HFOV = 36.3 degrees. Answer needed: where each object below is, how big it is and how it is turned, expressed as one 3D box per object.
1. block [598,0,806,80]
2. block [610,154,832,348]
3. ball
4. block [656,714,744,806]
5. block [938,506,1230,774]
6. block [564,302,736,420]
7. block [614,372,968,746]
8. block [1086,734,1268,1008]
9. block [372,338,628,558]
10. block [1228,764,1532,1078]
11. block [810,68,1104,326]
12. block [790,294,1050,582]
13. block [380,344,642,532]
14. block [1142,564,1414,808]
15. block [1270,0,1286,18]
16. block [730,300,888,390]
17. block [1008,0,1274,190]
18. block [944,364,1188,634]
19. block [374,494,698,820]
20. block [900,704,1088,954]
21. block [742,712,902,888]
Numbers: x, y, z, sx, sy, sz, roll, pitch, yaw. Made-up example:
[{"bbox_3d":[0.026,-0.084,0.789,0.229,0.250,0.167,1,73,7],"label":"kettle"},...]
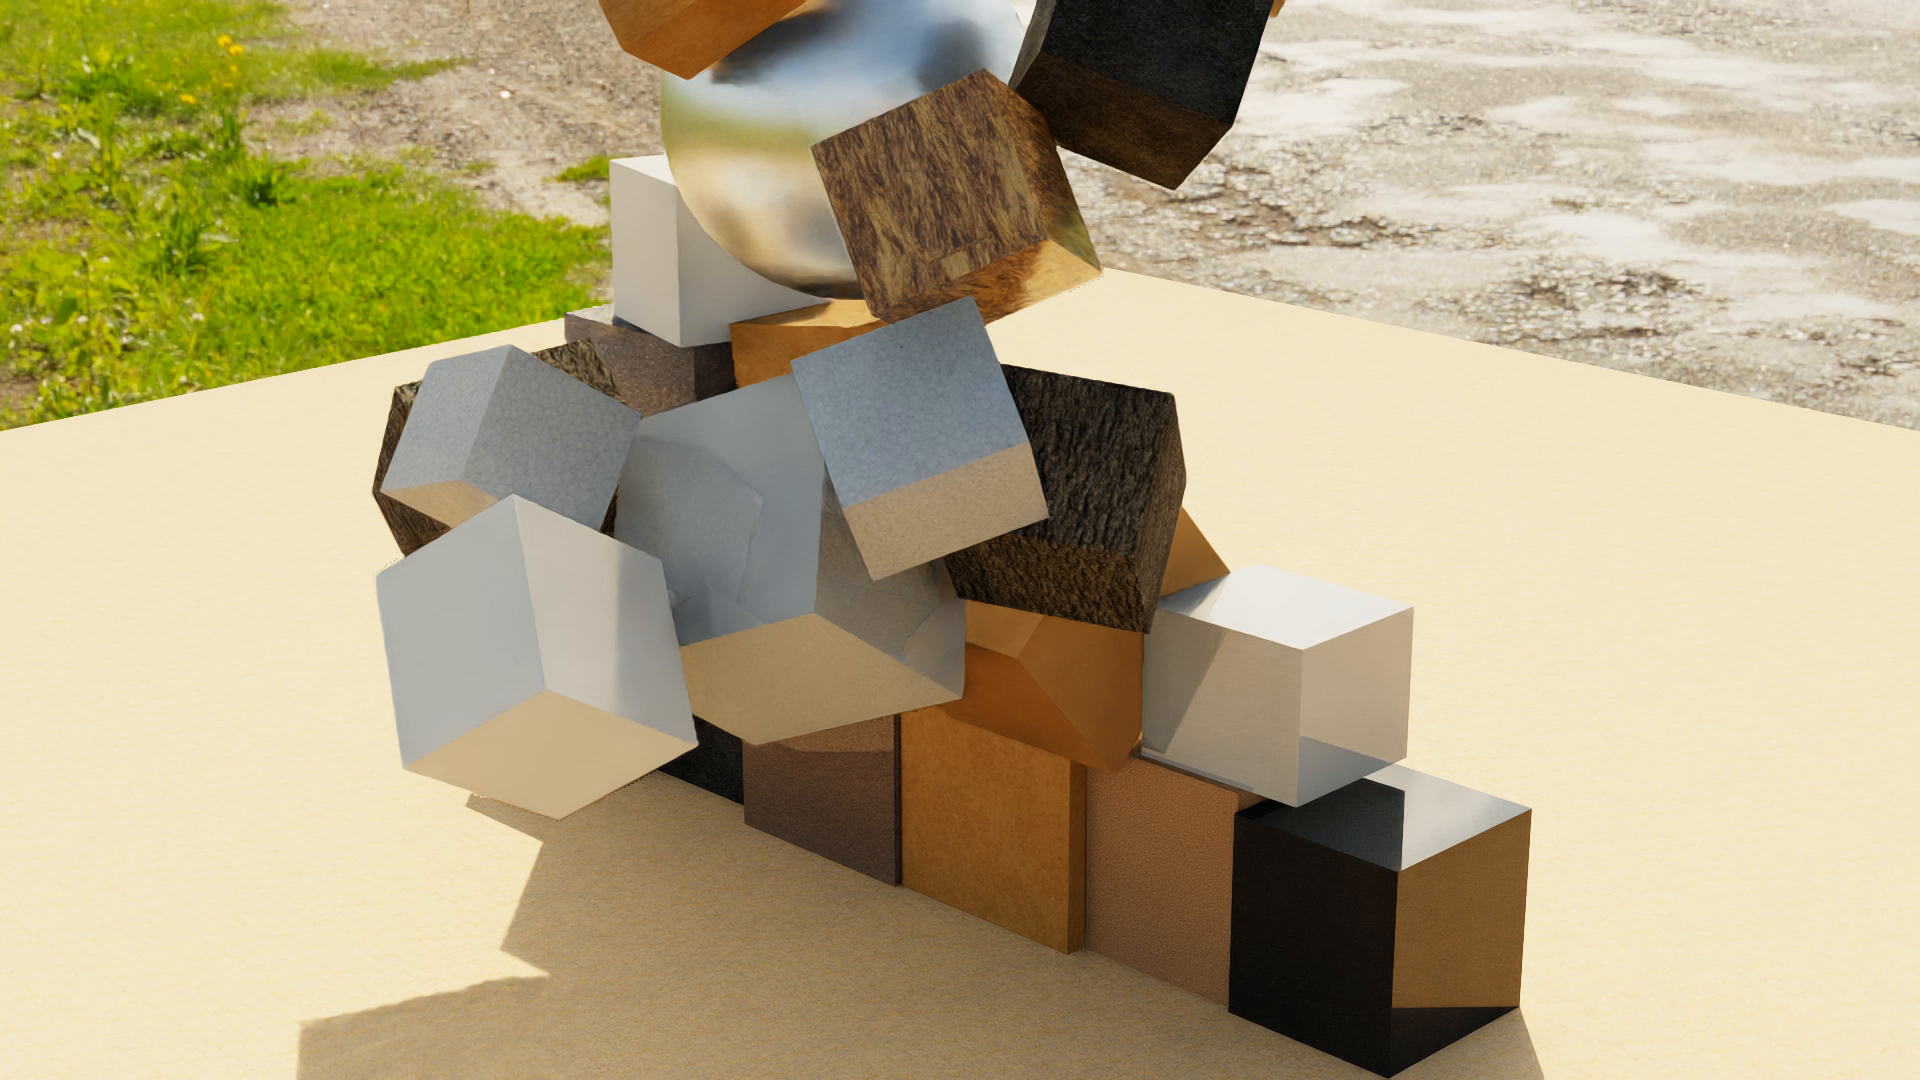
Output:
[{"bbox_3d":[-1.039,-2.252,11.401,0.653,0.560,0.560,-31,-13,17],"label":"block"},{"bbox_3d":[-1.144,-1.418,14.044,0.804,0.762,0.761,-10,20,-29],"label":"block"},{"bbox_3d":[-0.459,-1.809,12.292,1.600,1.600,1.600,0,17,0],"label":"ball"},{"bbox_3d":[-0.954,0.757,14.583,0.826,0.811,0.881,-17,24,-42],"label":"block"},{"bbox_3d":[0.352,0.215,12.350,0.969,0.901,1.016,16,66,42],"label":"block"},{"bbox_3d":[-1.265,-0.547,14.483,0.914,1.165,0.984,-17,24,-42],"label":"block"},{"bbox_3d":[-0.678,0.078,11.801,1.058,1.072,0.969,-15,-30,32],"label":"block"},{"bbox_3d":[1.135,1.307,12.579,0.821,0.963,0.855,17,24,42],"label":"block"},{"bbox_3d":[-1.965,-0.237,13.045,0.942,0.790,0.826,-17,63,-30],"label":"block"},{"bbox_3d":[1.718,1.522,12.022,0.899,0.888,0.820,-17,24,-42],"label":"block"},{"bbox_3d":[0.002,-1.195,10.685,0.690,0.654,0.824,-22,-10,14],"label":"block"},{"bbox_3d":[-0.139,-0.364,10.710,0.699,0.625,0.683,-20,-24,0],"label":"block"},{"bbox_3d":[-1.788,-0.346,11.663,0.633,0.578,0.680,29,-20,-32],"label":"block"},{"bbox_3d":[1.313,0.585,12.155,0.816,0.669,0.748,16,24,41],"label":"block"},{"bbox_3d":[1.117,-2.499,11.618,0.584,0.517,0.550,20,-15,-4],"label":"block"},{"bbox_3d":[-0.492,-0.696,13.561,0.816,0.719,0.711,6,16,45],"label":"block"},{"bbox_3d":[0.693,-1.945,11.328,0.770,0.753,0.864,20,-13,-7],"label":"block"},{"bbox_3d":[0.398,-0.161,11.360,0.784,0.679,0.804,11,-21,12],"label":"block"},{"bbox_3d":[-1.579,0.450,10.926,0.697,0.807,0.852,-28,-31,24],"label":"block"},{"bbox_3d":[0.453,1.130,13.190,1.028,0.934,0.998,17,24,42],"label":"block"},{"bbox_3d":[-0.274,0.916,13.907,1.101,0.914,1.040,-17,24,-42],"label":"block"}]
